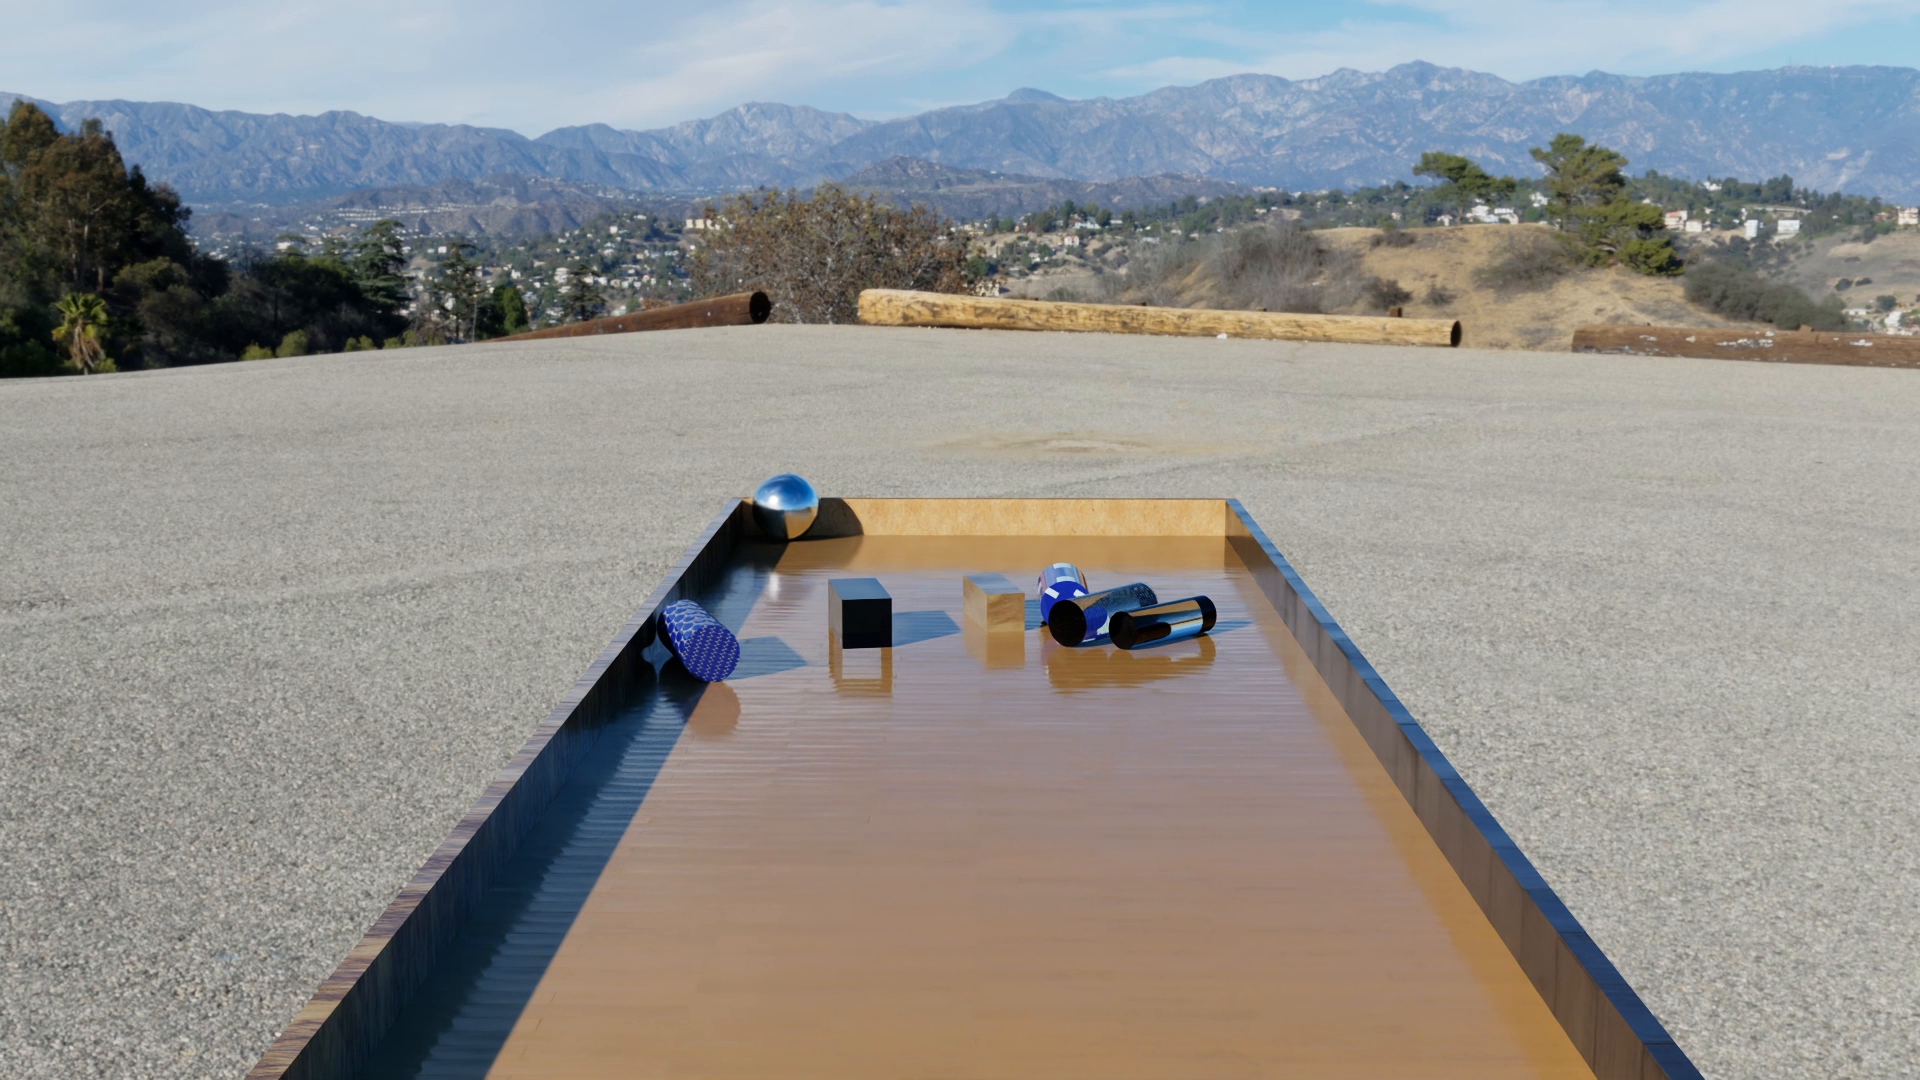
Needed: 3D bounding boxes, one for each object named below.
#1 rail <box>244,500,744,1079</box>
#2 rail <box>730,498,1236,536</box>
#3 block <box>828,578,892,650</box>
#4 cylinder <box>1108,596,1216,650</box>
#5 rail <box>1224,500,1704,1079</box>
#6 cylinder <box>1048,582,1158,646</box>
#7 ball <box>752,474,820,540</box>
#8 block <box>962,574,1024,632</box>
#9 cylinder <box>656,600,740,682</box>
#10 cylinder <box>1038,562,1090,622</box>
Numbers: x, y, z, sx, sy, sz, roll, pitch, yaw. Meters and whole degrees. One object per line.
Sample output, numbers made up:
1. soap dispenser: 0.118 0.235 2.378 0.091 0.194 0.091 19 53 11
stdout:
1. rail: -1.004 0.839 3.234 0.050 0.150 12.000 0 9 1
2. rail: 0.099 -0.098 9.147 2.100 0.150 0.050 0 9 1
3. block: -0.322 0.232 7.044 0.156 0.156 0.374 -2 9 -10
4. cylinder: 0.646 0.260 6.984 0.121 0.121 0.392 9 13 44
5. rail: 1.046 0.843 3.208 0.050 0.150 12.000 0 9 1
6. cylinder: 0.461 0.237 7.036 0.150 0.150 0.398 7 12 39
7. ball: -0.711 -0.135 8.978 0.277 0.277 0.277 0 9 0
8. block: 0.110 0.206 7.307 0.125 0.125 0.382 -2 9 -11
9. cylinder: -0.787 0.299 6.586 0.168 0.168 0.428 -3 9 -18
10. cylinder: 0.345 0.187 7.289 0.168 0.168 0.351 0 9 0
